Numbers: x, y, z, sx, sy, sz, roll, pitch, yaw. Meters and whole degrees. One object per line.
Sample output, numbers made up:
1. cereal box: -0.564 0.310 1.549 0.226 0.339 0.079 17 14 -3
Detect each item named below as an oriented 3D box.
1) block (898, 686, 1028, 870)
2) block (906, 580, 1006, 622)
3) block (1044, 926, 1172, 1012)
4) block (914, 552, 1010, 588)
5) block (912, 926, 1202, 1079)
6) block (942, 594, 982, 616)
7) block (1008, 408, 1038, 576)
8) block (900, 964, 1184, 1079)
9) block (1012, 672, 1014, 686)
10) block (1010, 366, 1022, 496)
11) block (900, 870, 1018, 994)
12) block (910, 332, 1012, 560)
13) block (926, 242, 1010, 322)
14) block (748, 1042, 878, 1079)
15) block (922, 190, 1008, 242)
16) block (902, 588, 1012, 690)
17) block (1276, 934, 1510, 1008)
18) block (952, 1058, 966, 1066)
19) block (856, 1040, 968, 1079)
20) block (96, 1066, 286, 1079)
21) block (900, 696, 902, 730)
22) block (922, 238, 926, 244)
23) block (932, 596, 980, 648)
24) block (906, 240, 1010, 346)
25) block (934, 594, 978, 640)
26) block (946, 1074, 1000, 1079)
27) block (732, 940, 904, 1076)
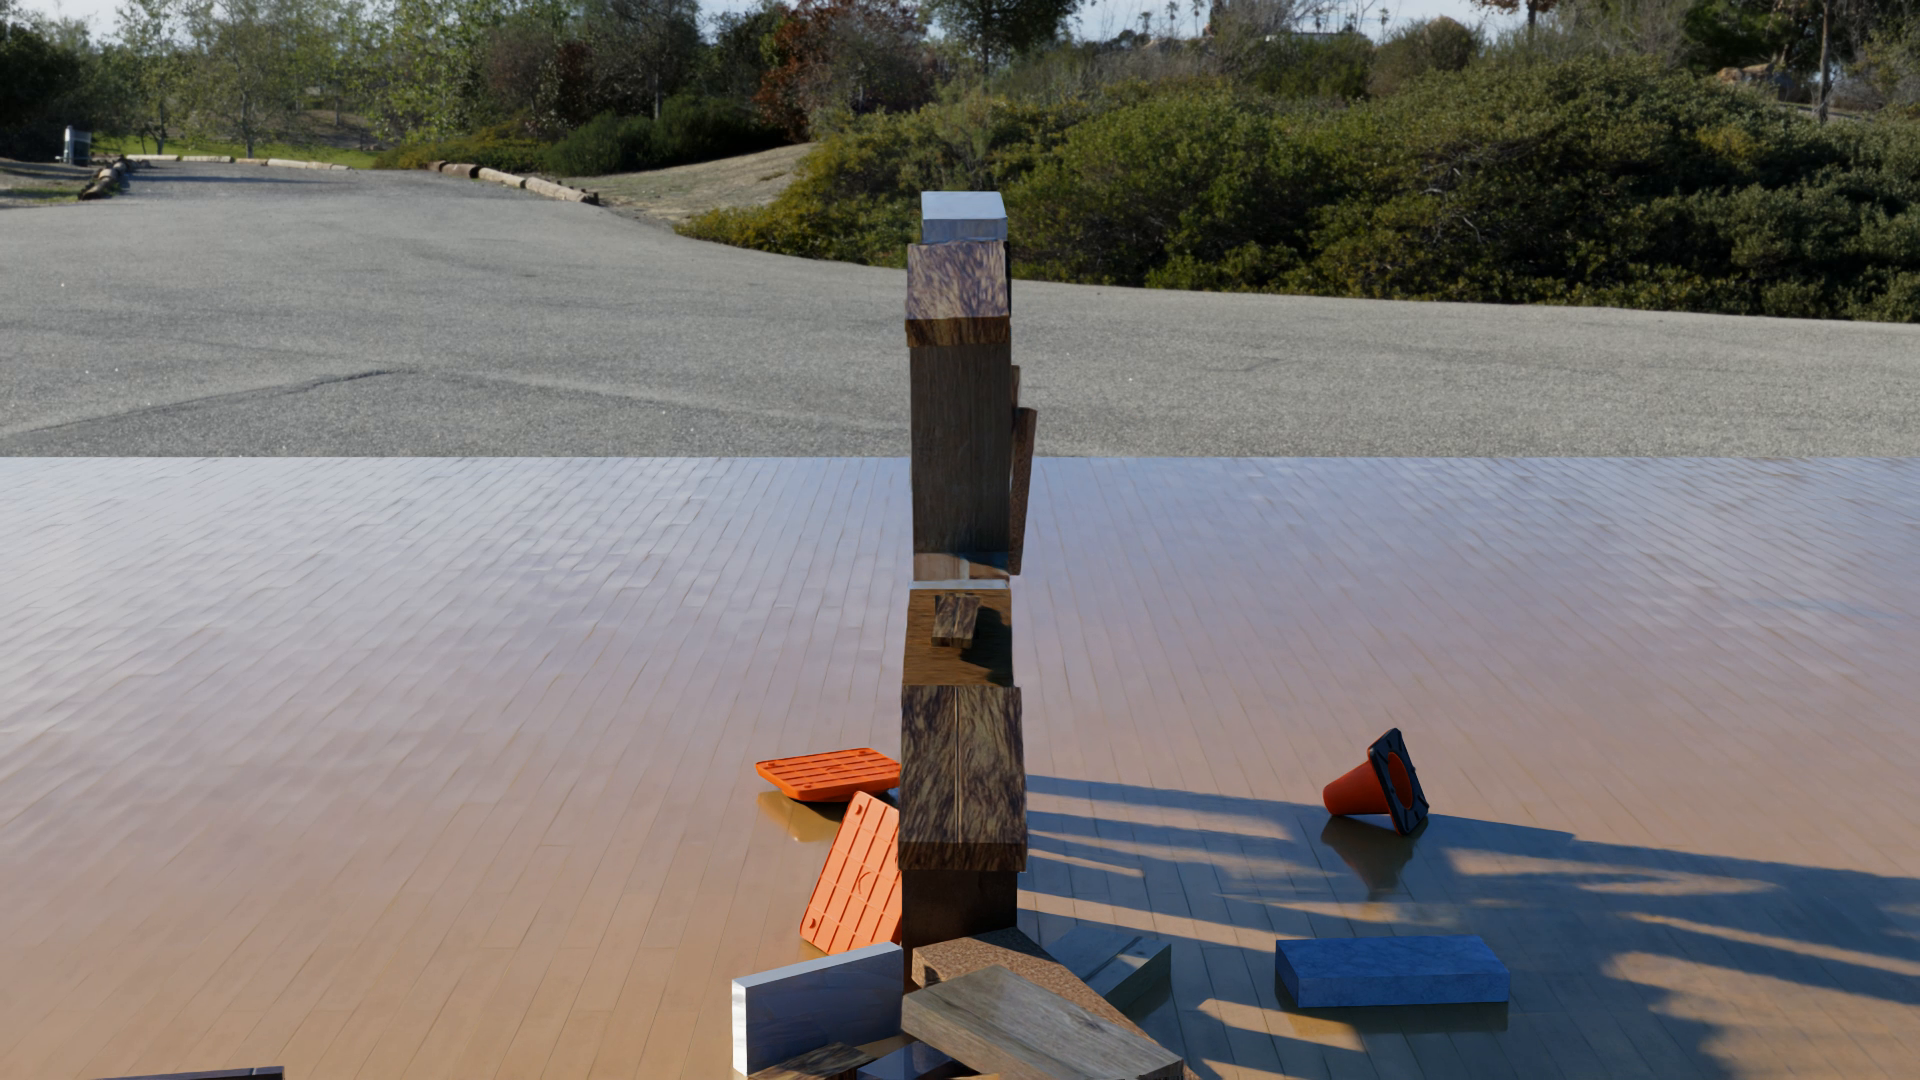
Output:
1. block: 0.003 0.323 3.038 0.169 0.048 0.338 1 34 -1
2. block: -0.004 0.160 3.511 0.163 0.046 0.328 -1 26 0
3. block: 0.176 0.649 3.232 0.156 0.044 0.312 6 12 28
4. block: 0.002 0.111 3.729 0.163 0.046 0.327 0 24 0
5. block: 0.138 0.666 2.942 0.169 0.048 0.531 -7 20 -29
6. block: -0.004 0.121 3.374 0.060 0.017 0.121 3 29 6
7. block: 0.050 -0.099 4.268 0.161 0.321 0.046 6 0 21
8. block: 0.101 0.643 2.810 0.169 0.048 0.338 -9 18 -42
9. block: 0.002 0.232 3.617 0.168 0.048 0.337 0 11 0
10. block: 0.025 -0.207 4.154 0.161 0.046 0.321 0 45 6
11. block: -0.002 0.503 3.218 0.168 0.336 0.048 -1 12 -3
12. block: 0.002 -0.163 3.826 0.171 0.433 0.048 0 30 0
13. block: 0.015 -0.400 4.125 0.156 0.312 0.044 0 1 5
14. block: -0.196 0.714 2.938 0.080 0.023 0.159 10 15 44
15. block: 0.005 -0.623 4.229 0.156 0.044 0.312 -1 18 -1
16. block: -0.001 0.171 3.385 0.163 0.046 0.327 0 26 1
17. block: 0.641 0.641 3.276 0.312 0.044 0.156 -1 11 -4
18. block: 0.034 0.676 3.019 0.080 0.023 0.159 7 15 2
19. block: -0.058 0.709 2.965 0.078 0.022 0.157 9 14 39
20. block: -0.984 0.715 2.780 0.251 0.078 0.022 -2 11 -10
21. block: -0.001 0.295 3.283 0.168 0.048 0.336 -1 10 -3
22. block: 0.000 -0.291 4.343 0.156 0.679 0.044 0 0 2
23. block: -0.005 0.124 3.333 0.060 0.017 0.121 3 29 5
24. block: -0.005 -0.430 3.801 0.171 0.048 0.342 -2 29 1
25. block: -0.006 0.120 3.417 0.060 0.017 0.121 -2 26 -3
26. block: -0.243 0.719 2.595 0.589 0.044 0.156 -6 15 1
27. block: -0.193 0.644 3.032 0.253 0.126 0.036 -7 13 -34
